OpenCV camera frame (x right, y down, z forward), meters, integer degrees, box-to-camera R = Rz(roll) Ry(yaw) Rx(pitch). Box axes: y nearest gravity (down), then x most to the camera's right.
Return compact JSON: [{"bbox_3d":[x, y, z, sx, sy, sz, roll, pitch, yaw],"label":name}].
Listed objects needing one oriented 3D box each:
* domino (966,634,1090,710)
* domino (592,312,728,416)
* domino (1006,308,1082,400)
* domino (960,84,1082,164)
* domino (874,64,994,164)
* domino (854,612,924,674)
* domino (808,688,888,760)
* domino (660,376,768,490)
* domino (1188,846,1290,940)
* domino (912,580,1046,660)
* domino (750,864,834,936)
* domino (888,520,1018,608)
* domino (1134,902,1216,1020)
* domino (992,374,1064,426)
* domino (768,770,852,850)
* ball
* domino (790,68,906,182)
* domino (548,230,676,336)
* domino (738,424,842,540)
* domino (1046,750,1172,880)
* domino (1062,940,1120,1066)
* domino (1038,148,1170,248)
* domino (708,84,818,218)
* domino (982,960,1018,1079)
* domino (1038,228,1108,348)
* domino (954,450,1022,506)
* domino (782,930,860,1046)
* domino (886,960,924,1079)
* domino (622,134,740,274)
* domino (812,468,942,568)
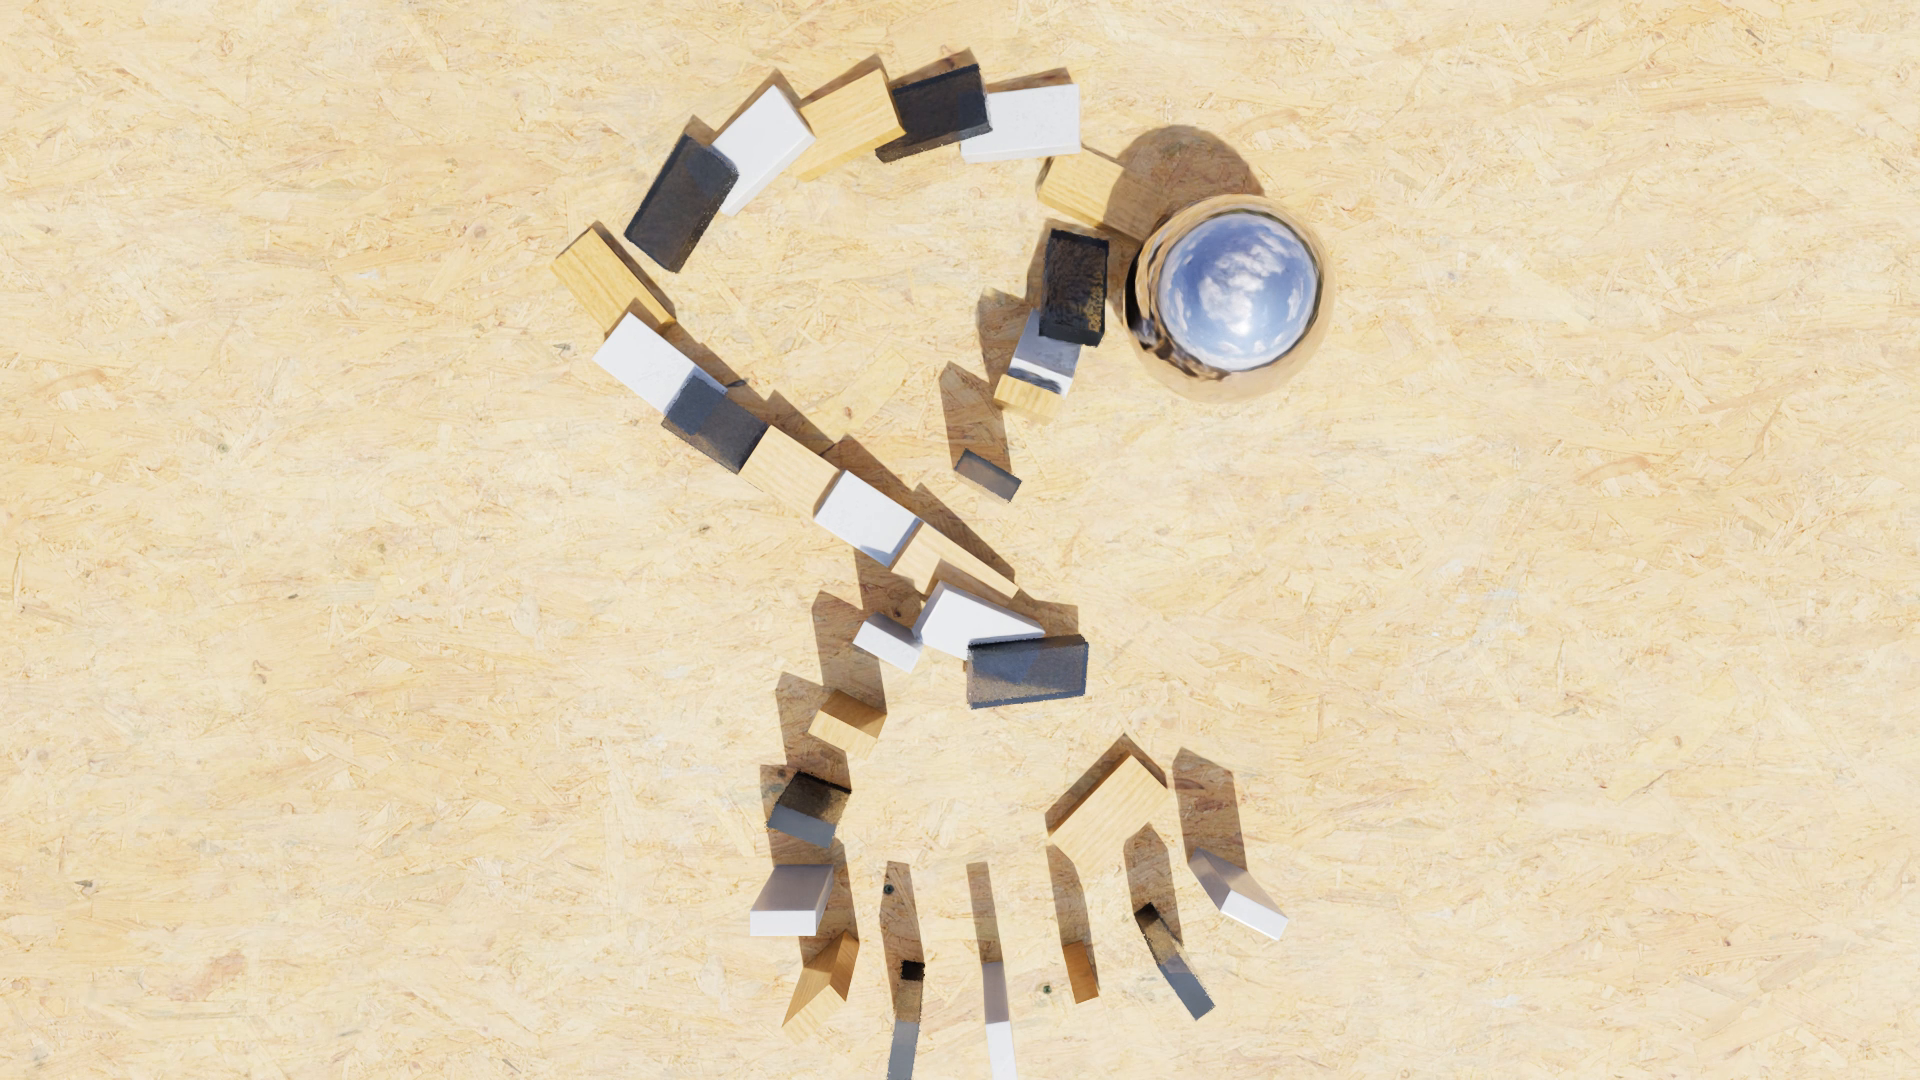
[{"bbox_3d":[0.028,0.055,0.385,0.050,0.010,0.025,-4,112,-13],"label":"domino"},{"bbox_3d":[-0.127,-0.070,0.389,0.050,0.010,0.025,39,90,-14],"label":"domino"},{"bbox_3d":[0.036,-0.078,0.378,0.025,0.050,0.010,20,129,0],"label":"domino"},{"bbox_3d":[0.026,-0.177,0.389,0.050,0.010,0.025,0,90,14],"label":"domino"},{"bbox_3d":[-0.013,-0.181,0.389,0.050,0.010,0.025,-10,90,15],"label":"domino"},{"bbox_3d":[-0.028,0.041,0.375,0.025,0.050,0.009,29,90,0],"label":"domino"},{"bbox_3d":[-0.045,0.075,0.375,0.025,0.050,0.010,27,90,0],"label":"domino"},{"bbox_3d":[-0.098,-0.045,0.389,0.050,0.009,0.025,34,90,-15],"label":"domino"},{"bbox_3d":[0.113,0.143,0.375,0.025,0.050,0.010,27,90,0],"label":"domino"},{"bbox_3d":[0.008,0.038,0.384,0.050,0.010,0.025,24,104,-22],"label":"domino"},{"bbox_3d":[-0.068,0.146,0.375,0.025,0.050,0.010,0,90,0],"label":"domino"},{"bbox_3d":[-0.003,0.016,0.389,0.050,0.009,0.025,35,90,-14],"label":"domino"},{"bbox_3d":[0.087,0.171,0.375,0.010,0.050,0.025,-35,90,0],"label":"domino"},{"bbox_3d":[0.027,-0.057,0.375,0.025,0.050,0.010,20,95,0],"label":"domino"},{"bbox_3d":[-0.060,0.109,0.375,0.025,0.050,0.009,21,90,0],"label":"domino"},{"bbox_3d":[0.104,-0.093,0.360,0.080,0.080,0.080,0,90,0],"label":"ball"},{"bbox_3d":[-0.051,-0.175,0.389,0.050,0.009,0.025,-19,90,15],"label":"domino"},{"bbox_3d":[-0.150,-0.106,0.395,0.025,0.009,0.050,-42,90,0],"label":"domino"},{"bbox_3d":[-0.066,-0.025,0.389,0.050,0.010,0.025,33,90,-15],"label":"domino"},{"bbox_3d":[0.064,0.118,0.395,0.025,0.009,0.050,45,90,0],"label":"domino"},{"bbox_3d":[0.053,0.188,0.375,0.010,0.050,0.025,-19,90,0],"label":"domino"},{"bbox_3d":[0.062,-0.149,0.395,0.050,0.010,0.025,25,90,0],"label":"domino"},{"bbox_3d":[-0.088,-0.164,0.389,0.050,0.009,0.025,-36,90,15],"label":"domino"},{"bbox_3d":[0.016,0.197,0.375,0.010,0.050,0.025,-8,90,0],"label":"domino"},{"bbox_3d":[0.048,-0.106,0.383,0.025,0.010,0.050,10,63,-6],"label":"domino"},{"bbox_3d":[0.011,-0.025,0.375,0.025,0.050,0.009,30,90,0],"label":"domino"},{"bbox_3d":[-0.056,0.182,0.375,0.025,0.050,0.009,-42,90,0],"label":"domino"},{"bbox_3d":[-0.022,0.197,0.375,0.009,0.050,0.025,9,90,0],"label":"domino"},{"bbox_3d":[-0.118,-0.142,0.389,0.025,0.009,0.050,39,104,2],"label":"domino"},{"bbox_3d":[-0.034,-0.006,0.389,0.050,0.010,0.025,33,90,-15],"label":"domino"}]
